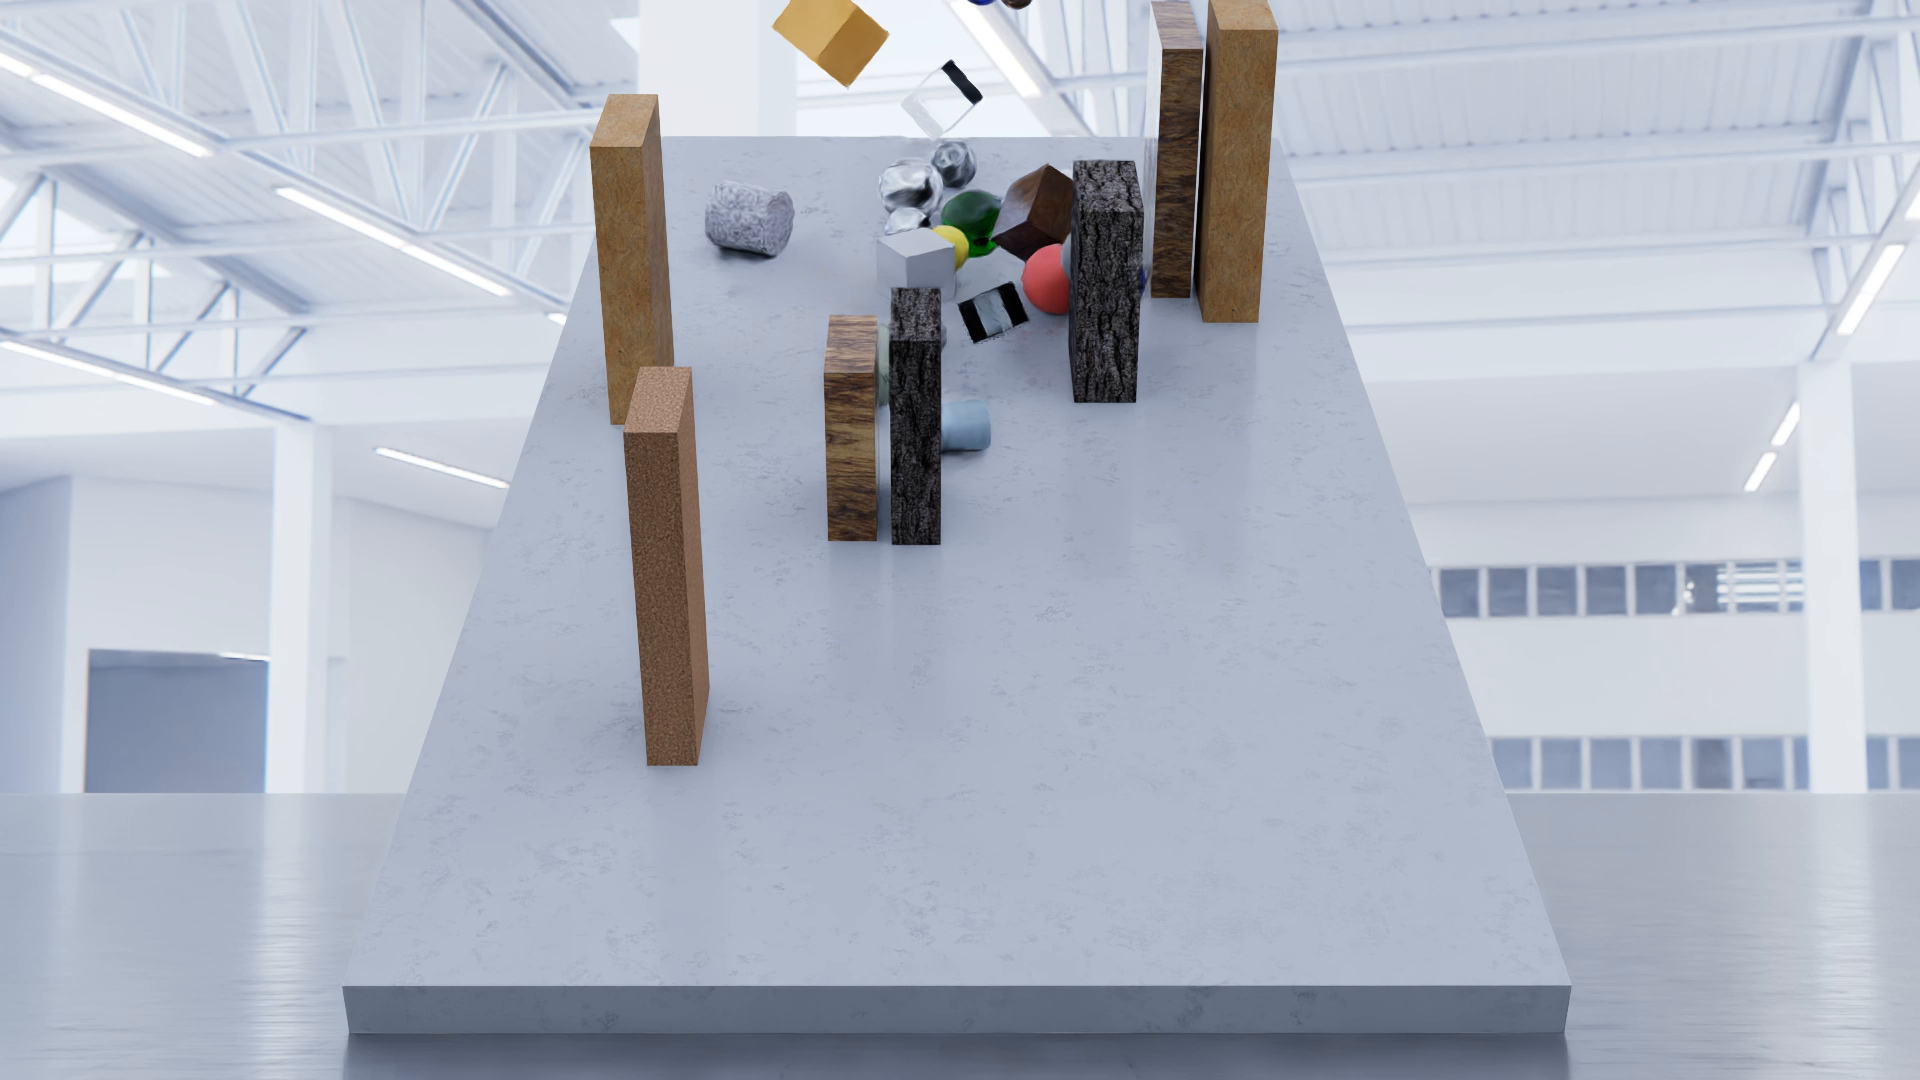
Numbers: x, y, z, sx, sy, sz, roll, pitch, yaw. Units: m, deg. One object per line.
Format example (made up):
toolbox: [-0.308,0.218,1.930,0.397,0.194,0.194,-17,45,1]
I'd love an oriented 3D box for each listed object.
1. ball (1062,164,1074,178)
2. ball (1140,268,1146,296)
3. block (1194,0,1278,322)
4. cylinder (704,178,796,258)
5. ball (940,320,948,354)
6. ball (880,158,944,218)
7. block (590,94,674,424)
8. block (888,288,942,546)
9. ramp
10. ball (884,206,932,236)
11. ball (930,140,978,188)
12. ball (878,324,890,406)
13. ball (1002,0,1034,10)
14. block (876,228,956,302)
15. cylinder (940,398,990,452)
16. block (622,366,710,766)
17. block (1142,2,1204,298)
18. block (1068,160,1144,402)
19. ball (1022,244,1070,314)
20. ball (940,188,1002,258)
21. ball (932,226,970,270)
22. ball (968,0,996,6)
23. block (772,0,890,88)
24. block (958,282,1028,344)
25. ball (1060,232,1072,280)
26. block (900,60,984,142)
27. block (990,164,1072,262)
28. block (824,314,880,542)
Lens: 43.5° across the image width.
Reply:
ball: [0.348,-0.937,6.536,0.188,0.188,0.188,0,-6,0]
ball: [0.413,-0.673,6.252,0.141,0.141,0.141,0,-6,0]
block: [0.697,-0.968,6.132,0.142,0.773,0.290,0,29,0]
cylinder: [-0.574,-0.878,6.565,0.179,0.179,0.179,17,1,24]
ball: [-0.091,-0.505,5.969,0.122,0.122,0.122,0,-6,0]
ball: [-0.136,-0.982,6.753,0.183,0.183,0.183,0,-6,0]
block: [-0.766,-0.659,5.660,0.116,0.690,0.353,0,29,0]
block: [-0.094,-0.265,5.179,0.106,0.482,0.271,0,29,0]
ramp: [-0.013,-0.214,5.680,2.000,0.100,4.000,0,29,0]
ball: [-0.140,-0.837,6.509,0.126,0.126,0.126,0,-6,0]
ball: [-0.018,-1.092,6.996,0.138,0.138,0.138,0,-6,0]
ball: [-0.211,-0.416,5.728,0.203,0.203,0.203,0,-6,0]
ball: [0.176,-1.697,7.426,0.119,0.119,0.119,0,-6,0]
block: [-0.115,-0.710,6.304,0.151,0.151,0.151,-17,34,-27]
cylinder: [0.004,-0.263,5.543,0.114,0.114,0.114,-7,-5,-8]
block: [-0.532,0.052,4.400,0.093,0.690,0.263,0,29,0]
block: [0.554,-1.029,6.342,0.103,0.674,0.403,0,29,0]
block: [0.349,-0.625,5.811,0.149,0.490,0.334,0,29,0]
ball: [0.249,-0.673,6.212,0.179,0.179,0.179,0,-6,0]
ball: [0.039,-0.860,6.536,0.186,0.186,0.186,0,-6,0]
ball: [-0.039,-0.777,6.430,0.128,0.128,0.128,0,-6,0]
ball: [0.061,-1.553,6.689,0.134,0.134,0.134,0,-6,0]
block: [-0.372,-1.473,6.959,0.201,0.201,0.201,43,8,28]
block: [0.081,-0.564,5.961,0.105,0.105,0.105,-17,9,42]
ball: [0.348,-0.712,6.062,0.188,0.188,0.188,0,-6,0]
block: [-0.056,-1.330,7.287,0.154,0.154,0.154,48,-18,-11]
block: [0.223,-0.842,6.319,0.180,0.180,0.180,30,-24,-24]
block: [-0.232,-0.244,5.222,0.105,0.402,0.294,0,29,0]
